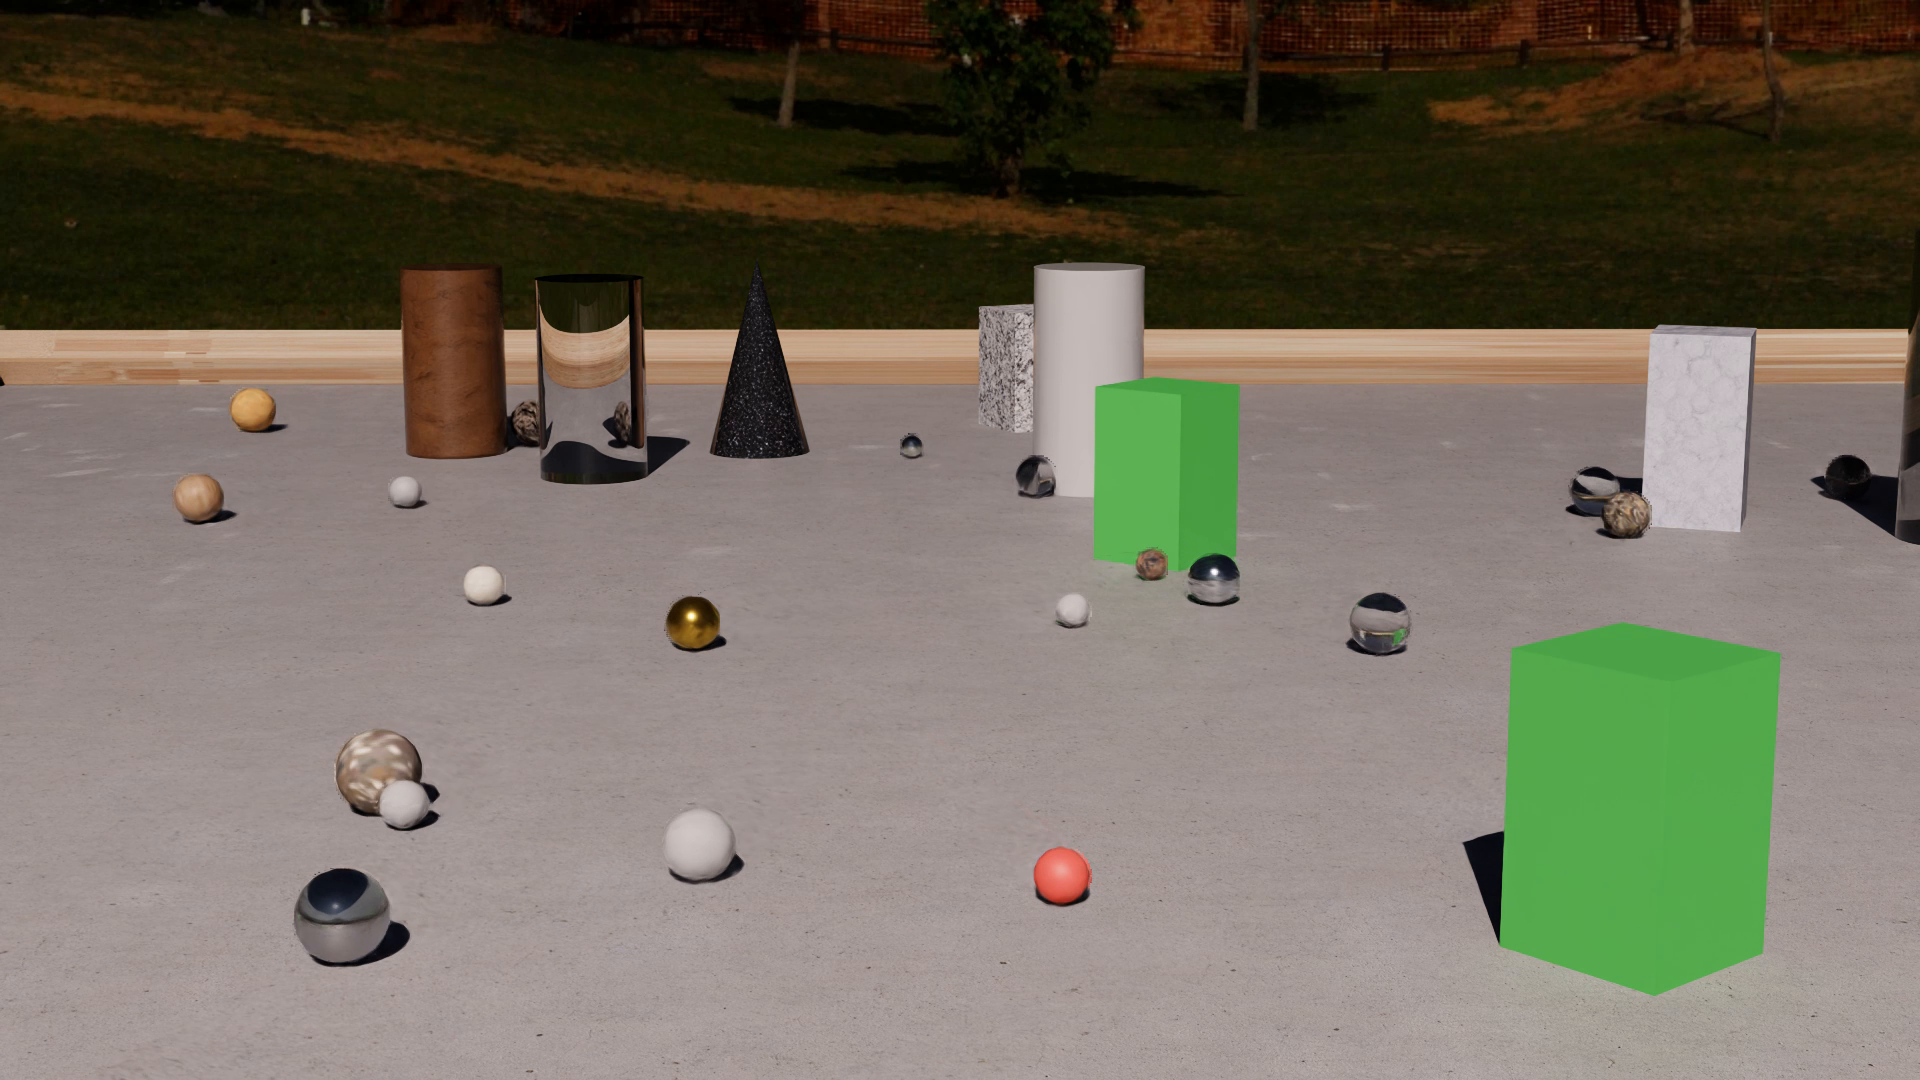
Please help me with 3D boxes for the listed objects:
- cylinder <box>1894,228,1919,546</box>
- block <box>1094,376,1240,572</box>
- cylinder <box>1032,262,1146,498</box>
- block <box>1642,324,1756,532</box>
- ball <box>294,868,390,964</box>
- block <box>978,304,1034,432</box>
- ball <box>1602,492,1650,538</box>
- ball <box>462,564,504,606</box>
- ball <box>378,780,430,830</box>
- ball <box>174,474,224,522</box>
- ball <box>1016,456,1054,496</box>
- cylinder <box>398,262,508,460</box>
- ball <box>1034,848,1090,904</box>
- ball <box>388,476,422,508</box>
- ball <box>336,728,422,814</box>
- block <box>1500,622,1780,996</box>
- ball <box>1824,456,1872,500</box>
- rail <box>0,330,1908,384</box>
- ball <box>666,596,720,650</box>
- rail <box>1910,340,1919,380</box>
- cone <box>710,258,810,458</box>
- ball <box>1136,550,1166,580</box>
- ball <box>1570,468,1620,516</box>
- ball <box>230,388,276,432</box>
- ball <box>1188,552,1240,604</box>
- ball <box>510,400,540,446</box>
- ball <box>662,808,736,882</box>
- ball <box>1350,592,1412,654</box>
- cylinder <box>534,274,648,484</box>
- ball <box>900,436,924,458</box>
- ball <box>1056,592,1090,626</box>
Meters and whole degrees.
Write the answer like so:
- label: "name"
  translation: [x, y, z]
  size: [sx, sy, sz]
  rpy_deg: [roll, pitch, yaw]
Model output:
- label: "cylinder"
  translation: [1.546, -0.235, 3.926]
  size: [0.190, 0.474, 0.190]
  rpy_deg: [0, 11, 0]
- label: "block"
  translation: [0.306, -0.101, 3.799]
  size: [0.152, 0.258, 0.152]
  rpy_deg: [9, 14, 38]
- label: "cylinder"
  translation: [0.221, -0.278, 4.409]
  size: [0.190, 0.383, 0.190]
  rpy_deg: [0, 11, 0]
- label: "block"
  translation: [1.181, -0.181, 4.100]
  size: [0.152, 0.306, 0.152]
  rpy_deg: [4, 11, 20]
- label: "ball"
  translation: [-0.506, 0.308, 2.100]
  size: [0.078, 0.078, 0.078]
  rpy_deg: [0, 11, 0]
- label: "block"
  translation: [0.141, -0.349, 5.185]
  size: [0.152, 0.239, 0.152]
  rpy_deg: [-5, 12, -27]
- label: "ball"
  translation: [1.032, -0.039, 3.975]
  size: [0.072, 0.072, 0.072]
  rpy_deg: [0, 11, 0]
- label: "ball"
  translation: [-0.647, 0.061, 3.485]
  size: [0.055, 0.055, 0.055]
  rpy_deg: [0, 11, 0]
- label: "ball"
  translation: [-0.535, 0.254, 2.468]
  size: [0.048, 0.048, 0.048]
  rpy_deg: [0, 11, 0]
- label: "ball"
  translation: [-1.219, -0.067, 4.110]
  size: [0.078, 0.078, 0.078]
  rpy_deg: [0, 11, 0]
- label: "ball"
  translation: [0.128, -0.108, 4.349]
  size: [0.066, 0.066, 0.066]
  rpy_deg: [0, 11, 0]
- label: "cylinder"
  translation: [-0.952, -0.339, 4.828]
  size: [0.190, 0.350, 0.190]
  rpy_deg: [0, 11, 0]
- label: "ball"
  translation: [0.089, 0.294, 2.249]
  size: [0.049, 0.049, 0.049]
  rpy_deg: [0, 11, 0]
- label: "ball"
  translation: [-0.918, -0.080, 4.247]
  size: [0.053, 0.053, 0.053]
  rpy_deg: [0, 11, 0]
- label: "ball"
  translation: [-0.570, 0.227, 2.516]
  size: [0.083, 0.083, 0.083]
  rpy_deg: [0, 11, 0]
- label: "block"
  translation: [0.558, 0.215, 2.109]
  size: [0.152, 0.255, 0.152]
  rpy_deg: [-9, 14, -40]
- label: "ball"
  translation: [1.497, -0.105, 4.325]
  size: [0.074, 0.074, 0.074]
  rpy_deg: [0, 11, 0]
- label: "rail"
  translation: [-0.014, -0.415, 5.846]
  size: [4.443, 0.123, 0.045]
  rpy_deg: [0, 11, 0]
- label: "ball"
  translation: [-0.334, 0.104, 3.218]
  size: [0.068, 0.068, 0.068]
  rpy_deg: [0, 11, 0]
- label: "rail"
  translation: [2.198, 0.029, 3.462]
  size: [0.045, 0.123, 4.923]
  rpy_deg: [0, 11, 0]
- label: "cone"
  translation: [-0.380, -0.348, 4.834]
  size: [0.190, 0.366, 0.190]
  rpy_deg: [0, 11, 0]
- label: "ball"
  translation: [0.273, 0.035, 3.655]
  size: [0.044, 0.044, 0.044]
  rpy_deg: [0, 11, 0]
- label: "ball"
  translation: [1.033, -0.079, 4.172]
  size: [0.079, 0.079, 0.079]
  rpy_deg: [0, 11, 0]
- label: "ball"
  translation: [-1.408, -0.259, 5.110]
  size: [0.088, 0.088, 0.088]
  rpy_deg: [0, 11, 0]
- label: "ball"
  translation: [0.345, 0.052, 3.487]
  size: [0.071, 0.071, 0.071]
  rpy_deg: [0, 11, 0]
- label: "ball"
  translation: [-0.818, -0.224, 4.927]
  size: [0.088, 0.088, 0.088]
  rpy_deg: [0, 11, 0]
- label: "ball"
  translation: [-0.235, 0.274, 2.311]
  size: [0.066, 0.066, 0.066]
  rpy_deg: [0, 11, 0]
- label: "ball"
  translation: [0.524, 0.104, 3.196]
  size: [0.076, 0.076, 0.076]
  rpy_deg: [0, 11, 0]
- label: "cylinder"
  translation: [-0.652, -0.287, 4.543]
  size: [0.190, 0.352, 0.190]
  rpy_deg: [0, 11, 0]
- label: "ball"
  translation: [-0.090, -0.175, 4.789]
  size: [0.041, 0.041, 0.041]
  rpy_deg: [0, 11, 0]
- label: "ball"
  translation: [0.147, 0.091, 3.351]
  size: [0.045, 0.045, 0.045]
  rpy_deg: [0, 11, 0]
